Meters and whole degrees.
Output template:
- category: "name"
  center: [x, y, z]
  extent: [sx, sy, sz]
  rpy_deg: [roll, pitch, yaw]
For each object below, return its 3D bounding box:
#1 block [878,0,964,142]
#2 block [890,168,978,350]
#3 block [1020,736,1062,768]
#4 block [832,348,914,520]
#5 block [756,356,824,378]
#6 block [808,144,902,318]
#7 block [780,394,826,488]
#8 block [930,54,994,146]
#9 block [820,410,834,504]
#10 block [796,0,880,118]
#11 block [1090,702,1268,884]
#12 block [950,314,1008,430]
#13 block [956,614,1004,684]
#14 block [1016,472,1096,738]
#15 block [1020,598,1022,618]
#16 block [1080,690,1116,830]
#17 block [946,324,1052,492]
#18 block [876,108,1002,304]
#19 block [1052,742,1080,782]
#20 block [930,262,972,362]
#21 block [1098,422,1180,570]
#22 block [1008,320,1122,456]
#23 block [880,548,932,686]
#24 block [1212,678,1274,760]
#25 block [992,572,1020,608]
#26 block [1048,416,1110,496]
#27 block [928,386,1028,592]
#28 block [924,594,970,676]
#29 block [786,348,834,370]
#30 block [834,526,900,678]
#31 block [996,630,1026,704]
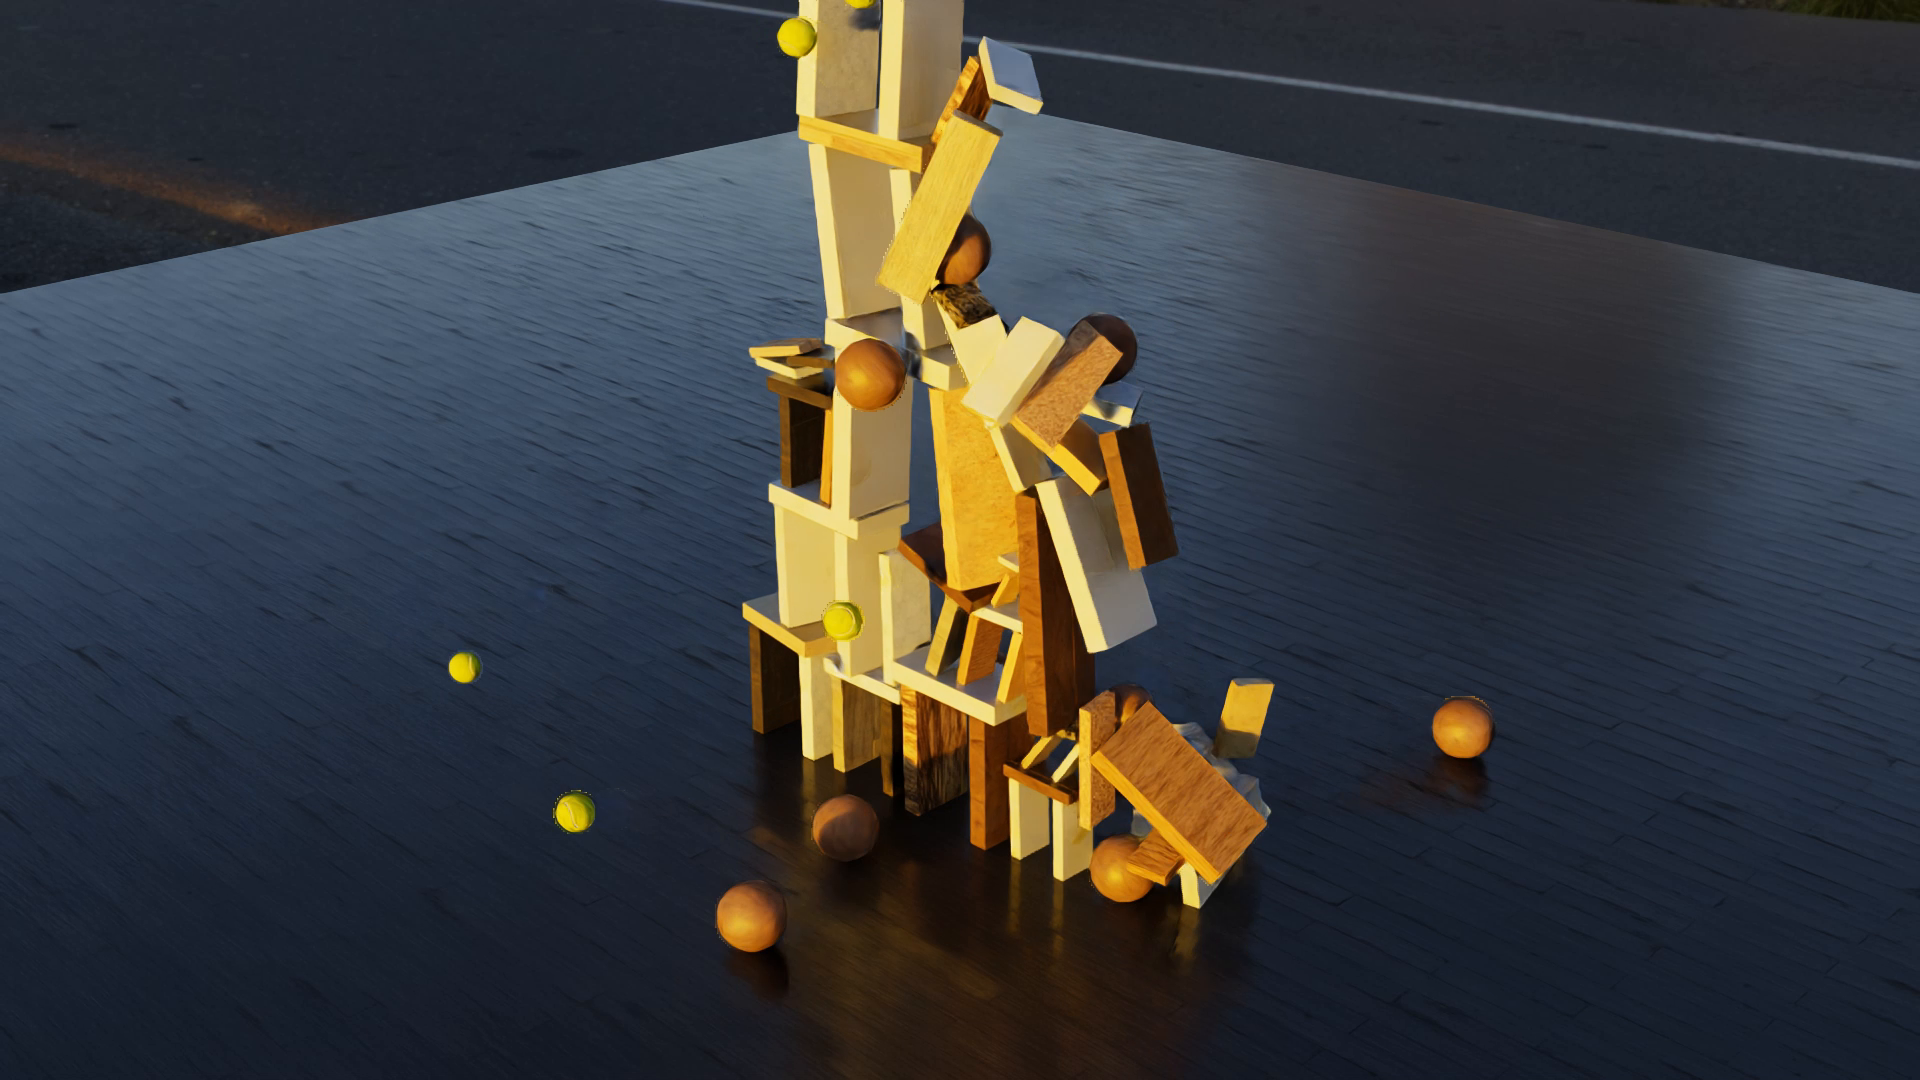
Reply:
- category: "block"
  center: [-0.067, -0.895, 3.950]
  extent: [0.047, 0.330, 0.165]
  rpy_deg: [21, 28, 36]
- category: "block"
  center: [-0.042, -0.530, 4.062]
  extent: [0.047, 0.329, 0.165]
  rpy_deg: [8, 20, 40]
- category: "block"
  center: [0.164, 0.394, 4.208]
  extent: [0.056, 0.112, 0.016]
  rpy_deg: [-22, 67, -41]
- category: "block"
  center: [-0.171, -0.223, 4.303]
  extent: [0.048, 0.338, 0.169]
  rpy_deg: [21, 28, 38]
- category: "block"
  center: [-0.344, -0.355, 4.431]
  extent: [0.068, 0.019, 0.136]
  rpy_deg: [-19, 27, -36]
- category: "block"
  center: [-0.194, -0.601, 4.211]
  extent: [0.165, 0.329, 0.047]
  rpy_deg: [-18, 18, -42]
- category: "block"
  center: [-0.317, -0.216, 4.461]
  extent: [0.029, 0.203, 0.101]
  rpy_deg: [22, 33, 38]
- category: "block"
  center: [0.021, -0.780, 3.901]
  extent: [0.090, 0.180, 0.025]
  rpy_deg: [-19, 58, -45]
- category: "block"
  center: [-0.224, -0.179, 4.376]
  extent: [0.101, 0.203, 0.029]
  rpy_deg: [-19, 37, -38]
- category: "block"
  center: [-0.223, -0.962, 4.089]
  extent: [0.047, 0.330, 0.165]
  rpy_deg: [22, 29, 37]
- category: "block"
  center: [0.405, 0.466, 4.077]
  extent: [0.318, 0.045, 0.159]
  rpy_deg: [46, 54, 5]
- category: "block"
  center: [0.059, -0.297, 3.892]
  extent: [0.092, 0.184, 0.026]
  rpy_deg: [-22, -12, 6]
- category: "block"
  center: [0.043, 0.198, 4.255]
  extent: [0.081, 0.162, 0.023]
  rpy_deg: [-21, 45, -40]
- category: "block"
  center: [0.180, 0.120, 4.081]
  extent: [0.045, 0.472, 0.159]
  rpy_deg: [12, 25, 36]
- category: "block"
  center: [0.131, 0.095, 4.114]
  extent: [0.013, 0.093, 0.046]
  rpy_deg: [19, 31, 38]
- category: "block"
  center: [0.258, 0.413, 4.115]
  extent: [0.023, 0.258, 0.083]
  rpy_deg: [19, 33, 34]
- category: "block"
  center: [0.073, -0.249, 4.002]
  extent: [0.024, 0.321, 0.085]
  rpy_deg: [-21, 2, 45]
- category: "block"
  center: [-0.038, -0.573, 3.804]
  extent: [0.090, 0.362, 0.026]
  rpy_deg: [25, 37, -4]
- category: "block"
  center: [0.219, 0.412, 4.162]
  extent: [0.056, 0.112, 0.016]
  rpy_deg: [-24, 66, -44]
- category: "block"
  center: [0.004, -0.420, 4.034]
  extent: [0.024, 0.170, 0.085]
  rpy_deg: [-20, 1, 44]
- category: "block"
  center: [0.321, -0.080, 3.932]
  extent: [0.035, 0.245, 0.122]
  rpy_deg: [-12, 3, 36]
- category: "block"
  center: [0.183, -0.265, 3.794]
  extent: [0.250, 0.092, 0.026]
  rpy_deg: [-54, 9, -31]
- category: "block"
  center: [-0.108, 0.146, 4.410]
  extent: [0.104, 0.280, 0.030]
  rpy_deg: [-20, 28, -39]
- category: "block"
  center: [0.543, 0.343, 4.221]
  extent: [0.083, 0.166, 0.023]
  rpy_deg: [-1, 28, -24]
- category: "block"
  center: [0.094, 0.090, 4.136]
  extent: [0.046, 0.093, 0.013]
  rpy_deg: [-15, 60, -31]
- category: "block"
  center: [0.186, -0.188, 3.959]
  extent: [0.245, 0.035, 0.122]
  rpy_deg: [44, 33, 14]
- category: "block"
  center: [0.044, -0.108, 4.112]
  extent: [0.169, 0.378, 0.048]
  rpy_deg: [-13, 15, -29]
- category: "block"
  center: [-0.004, 0.162, 4.270]
  extent: [0.030, 0.209, 0.104]
  rpy_deg: [36, 46, 20]
- category: "block"
  center: [-0.274, -0.361, 4.361]
  extent: [0.136, 0.019, 0.068]
  rpy_deg: [9, 24, 44]
- category: "block"
  center: [-0.184, 0.113, 4.450]
  extent: [0.139, 0.310, 0.039]
  rpy_deg: [-19, 29, -38]
- category: "block"
  center: [0.121, 0.229, 4.184]
  extent: [0.081, 0.162, 0.023]
  rpy_deg: [-22, 47, -41]
